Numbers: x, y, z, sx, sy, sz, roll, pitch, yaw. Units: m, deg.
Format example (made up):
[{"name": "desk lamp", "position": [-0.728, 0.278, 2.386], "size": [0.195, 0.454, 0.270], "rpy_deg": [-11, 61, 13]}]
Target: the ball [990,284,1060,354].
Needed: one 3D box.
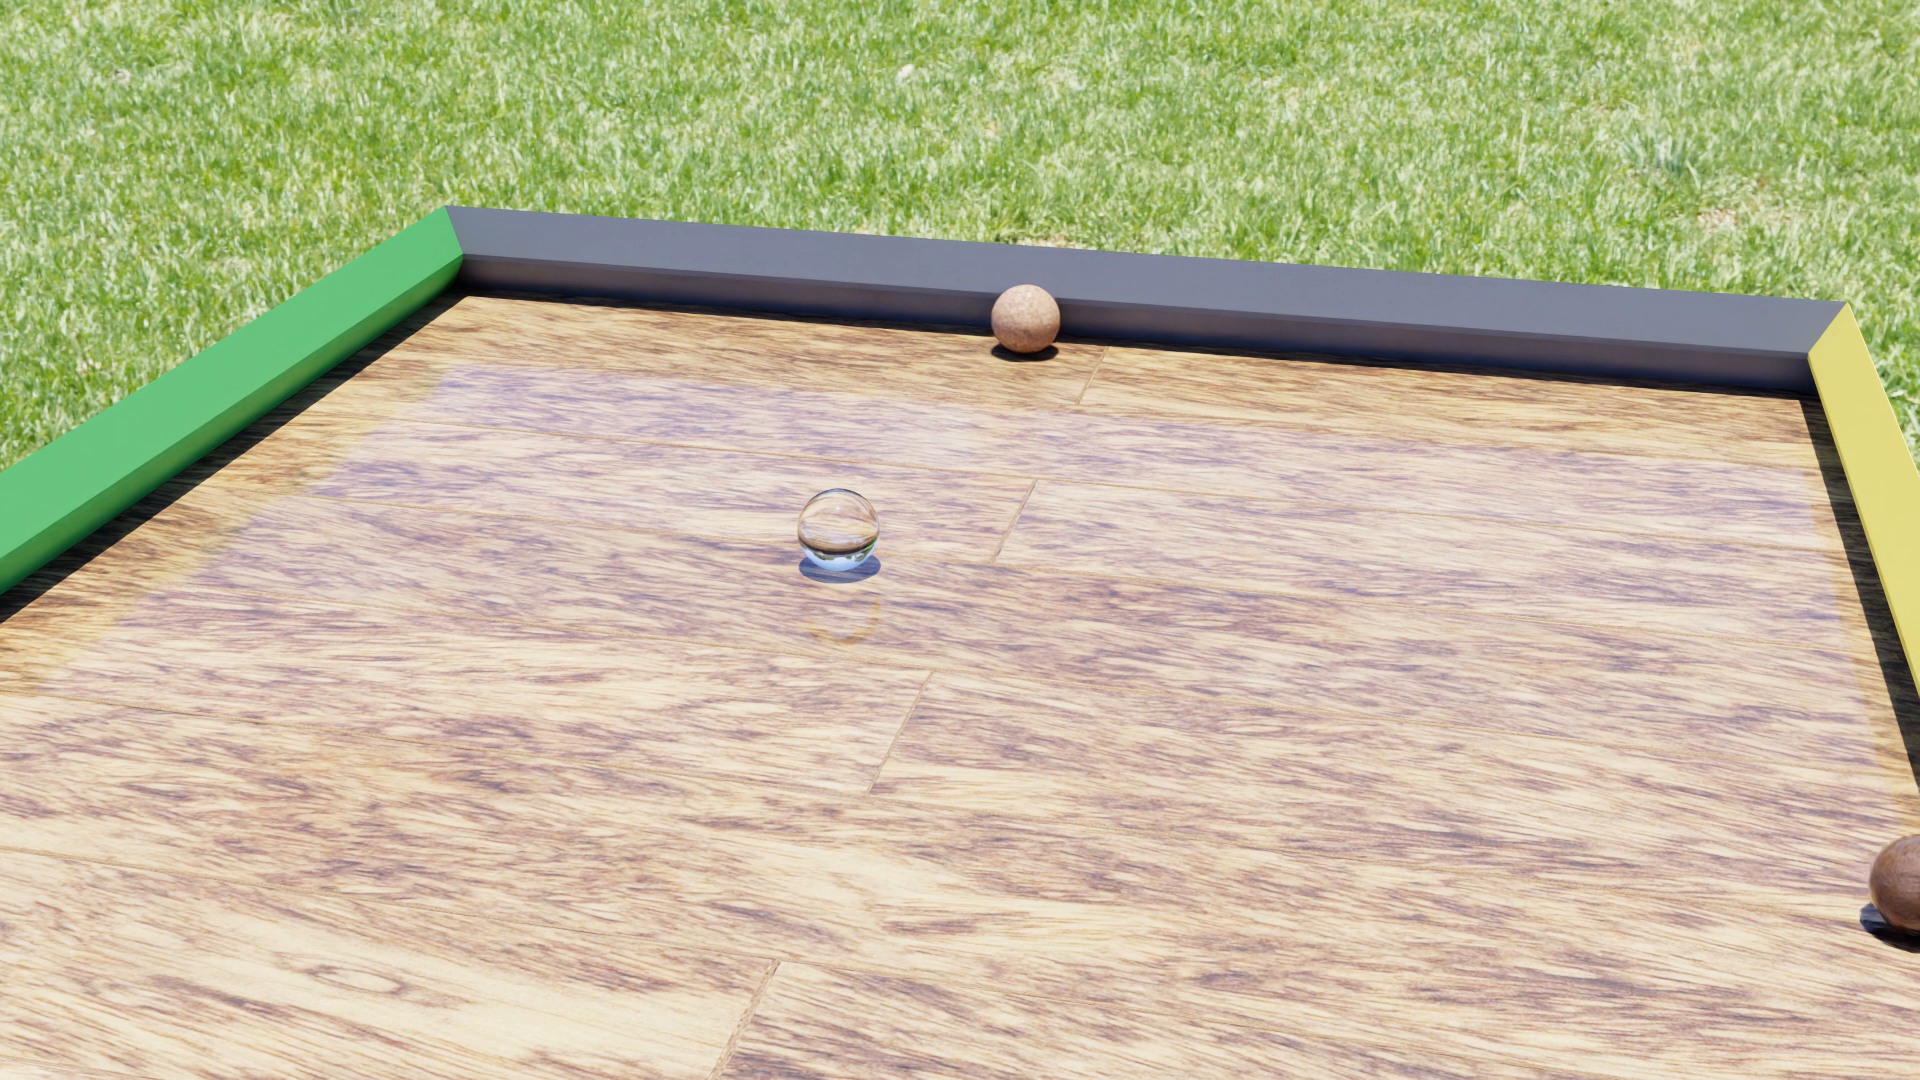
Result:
[{"name": "ball", "position": [0.089, -0.300, 2.996], "size": [0.094, 0.094, 0.094], "rpy_deg": [0, 24, 0]}]

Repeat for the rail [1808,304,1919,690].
[{"name": "rail", "position": [0.737, 0.405, 1.400], "size": [0.045, 0.123, 3.276], "rpy_deg": [6, 25, 12]}]

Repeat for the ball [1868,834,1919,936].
[{"name": "ball", "position": [0.763, 0.274, 1.743], "size": [0.081, 0.081, 0.081], "rpy_deg": [0, 24, 0]}]

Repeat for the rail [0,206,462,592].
[{"name": "rail", "position": [-1.118, 0.222, 1.804], "size": [0.045, 0.123, 3.276], "rpy_deg": [6, 25, 12]}]

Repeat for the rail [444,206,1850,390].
[{"name": "rail", "position": [0.185, -0.334, 3.033], "size": [1.954, 0.123, 0.045], "rpy_deg": [6, 25, 12]}]

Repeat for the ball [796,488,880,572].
[{"name": "ball", "position": [-0.130, -0.011, 2.362], "size": [0.089, 0.089, 0.089], "rpy_deg": [0, 24, 0]}]
